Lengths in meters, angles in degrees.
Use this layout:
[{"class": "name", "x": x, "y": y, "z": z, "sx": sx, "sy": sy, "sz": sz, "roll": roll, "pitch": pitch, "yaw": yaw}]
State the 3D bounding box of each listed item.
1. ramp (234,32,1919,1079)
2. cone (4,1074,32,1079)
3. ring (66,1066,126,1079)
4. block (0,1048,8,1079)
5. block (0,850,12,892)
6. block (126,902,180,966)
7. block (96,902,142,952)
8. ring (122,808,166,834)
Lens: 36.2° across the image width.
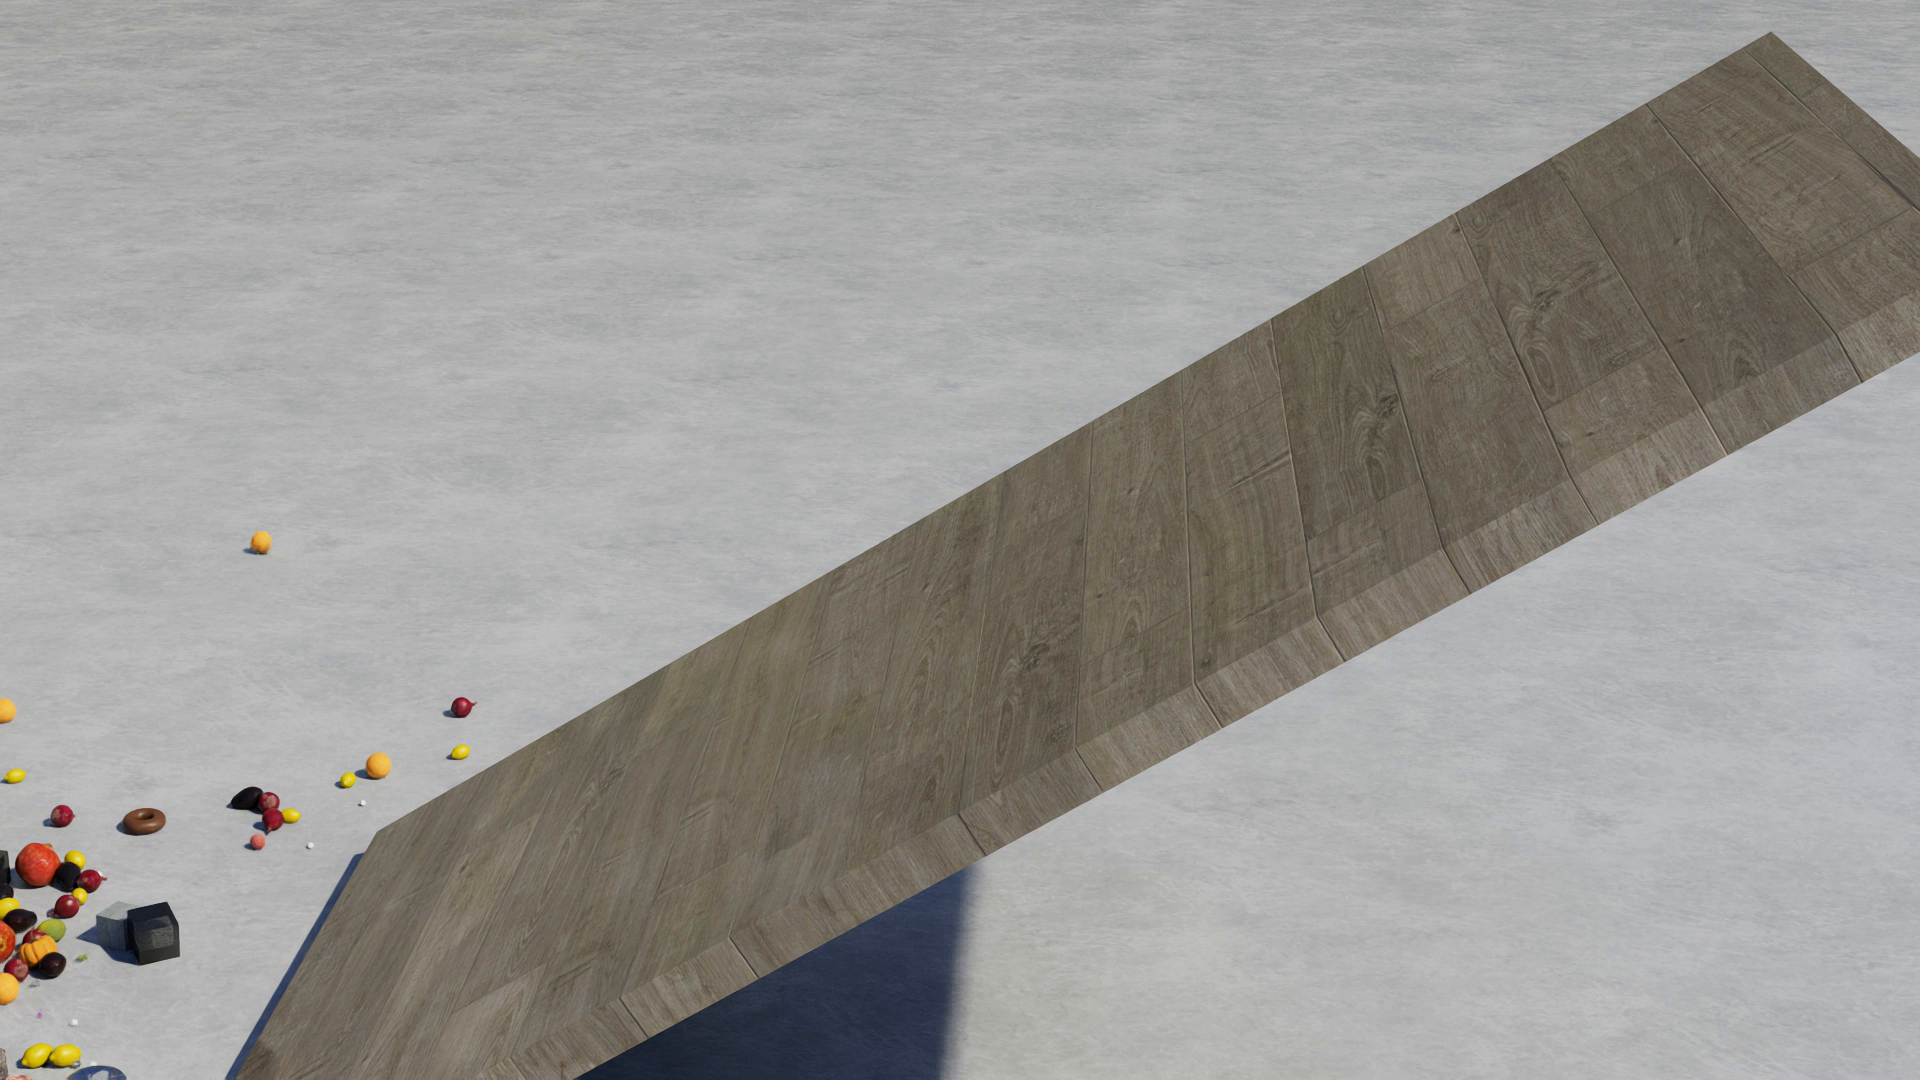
[{"class": "ramp", "x": 0.141, "y": 0.169, "z": 6.290, "sx": 4.000, "sy": 0.100, "sz": 2.000, "roll": -30, "pitch": 15, "yaw": 13}, {"class": "cone", "x": -2.090, "y": 1.239, "z": 6.519, "sx": 0.076, "sy": 0.076, "sz": 0.076, "roll": -6, "pitch": 47, "yaw": -15}, {"class": "ring", "x": -1.928, "y": 1.219, "z": 6.557, "sx": 0.144, "sy": 0.048, "sz": 0.144, "roll": 1, "pitch": 19, "yaw": 0}, {"class": "block", "x": -2.197, "y": 1.183, "z": 6.625, "sx": 0.069, "sy": 0.069, "sz": 0.069, "roll": 14, "pitch": 24, "yaw": 35}, {"class": "block", "x": -2.493, "y": 0.851, "z": 7.533, "sx": 0.086, "sy": 0.086, "sz": 0.086, "roll": 2, "pitch": 20, "yaw": 5}, {"class": "block", "x": -1.969, "y": 0.961, "z": 7.181, "sx": 0.099, "sy": 0.099, "sz": 0.099, "roll": -11, "pitch": 34, "yaw": -28}, {"class": "block", "x": -2.066, "y": 0.953, "z": 7.252, "sx": 0.083, "sy": 0.083, "sz": 0.083, "roll": 9, "pitch": 21, "yaw": 23}, {"class": "ring", "x": -2.186, "y": 0.753, "z": 7.881, "sx": 0.115, "sy": 0.038, "sz": 0.115, "roll": 1, "pitch": 21, "yaw": 0}]
